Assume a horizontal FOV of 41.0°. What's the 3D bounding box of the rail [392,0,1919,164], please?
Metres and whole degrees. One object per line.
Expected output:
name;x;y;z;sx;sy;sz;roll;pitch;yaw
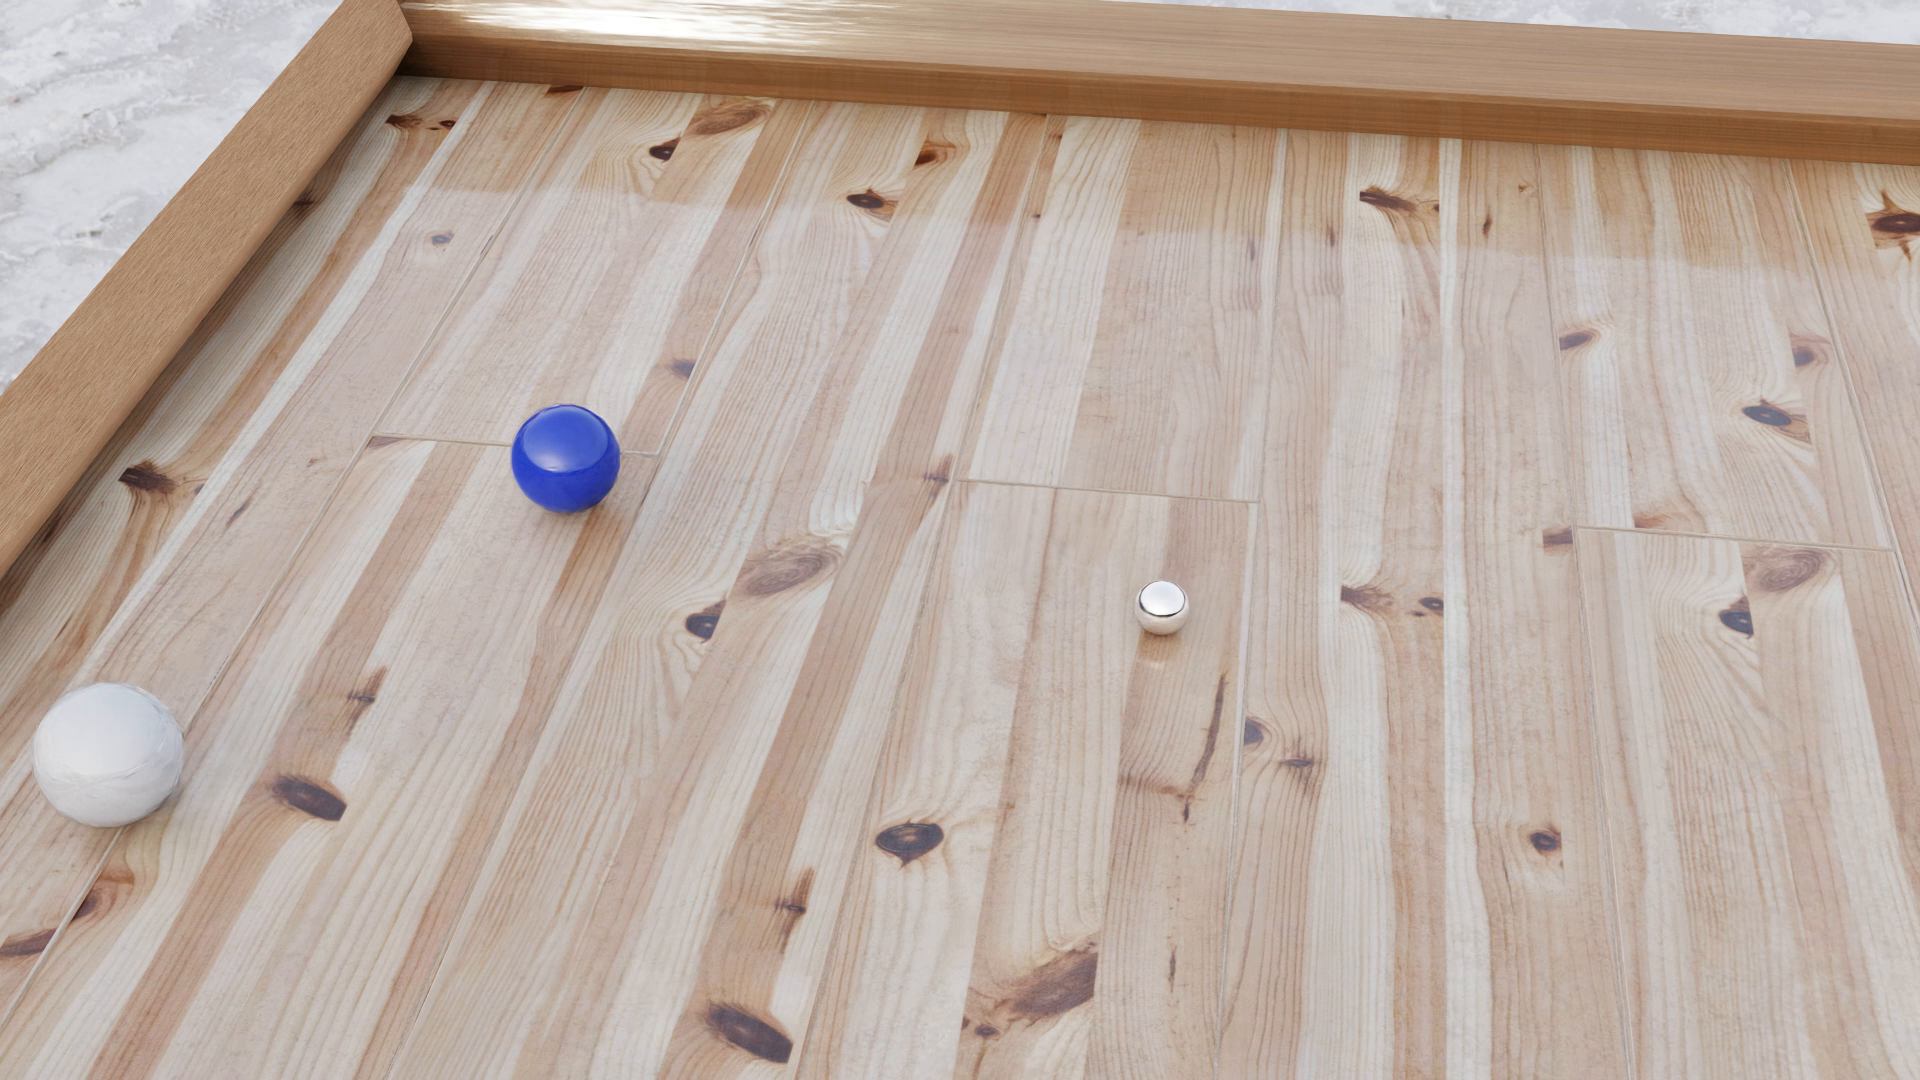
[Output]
rail;0.851;-0.429;2.555;2.969;0.128;0.045;5;35;7

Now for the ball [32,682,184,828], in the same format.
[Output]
ball;-0.578;0.145;1.741;0.098;0.098;0.098;0;34;0

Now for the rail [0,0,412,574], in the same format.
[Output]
rail;-0.712;-0.078;2.041;0.045;0.128;1.714;5;35;7

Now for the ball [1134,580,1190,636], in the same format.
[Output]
ball;0.152;0.051;1.930;0.042;0.042;0.042;0;34;0

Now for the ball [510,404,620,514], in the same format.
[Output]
ball;-0.316;-0.065;2.059;0.087;0.087;0.087;0;34;0
